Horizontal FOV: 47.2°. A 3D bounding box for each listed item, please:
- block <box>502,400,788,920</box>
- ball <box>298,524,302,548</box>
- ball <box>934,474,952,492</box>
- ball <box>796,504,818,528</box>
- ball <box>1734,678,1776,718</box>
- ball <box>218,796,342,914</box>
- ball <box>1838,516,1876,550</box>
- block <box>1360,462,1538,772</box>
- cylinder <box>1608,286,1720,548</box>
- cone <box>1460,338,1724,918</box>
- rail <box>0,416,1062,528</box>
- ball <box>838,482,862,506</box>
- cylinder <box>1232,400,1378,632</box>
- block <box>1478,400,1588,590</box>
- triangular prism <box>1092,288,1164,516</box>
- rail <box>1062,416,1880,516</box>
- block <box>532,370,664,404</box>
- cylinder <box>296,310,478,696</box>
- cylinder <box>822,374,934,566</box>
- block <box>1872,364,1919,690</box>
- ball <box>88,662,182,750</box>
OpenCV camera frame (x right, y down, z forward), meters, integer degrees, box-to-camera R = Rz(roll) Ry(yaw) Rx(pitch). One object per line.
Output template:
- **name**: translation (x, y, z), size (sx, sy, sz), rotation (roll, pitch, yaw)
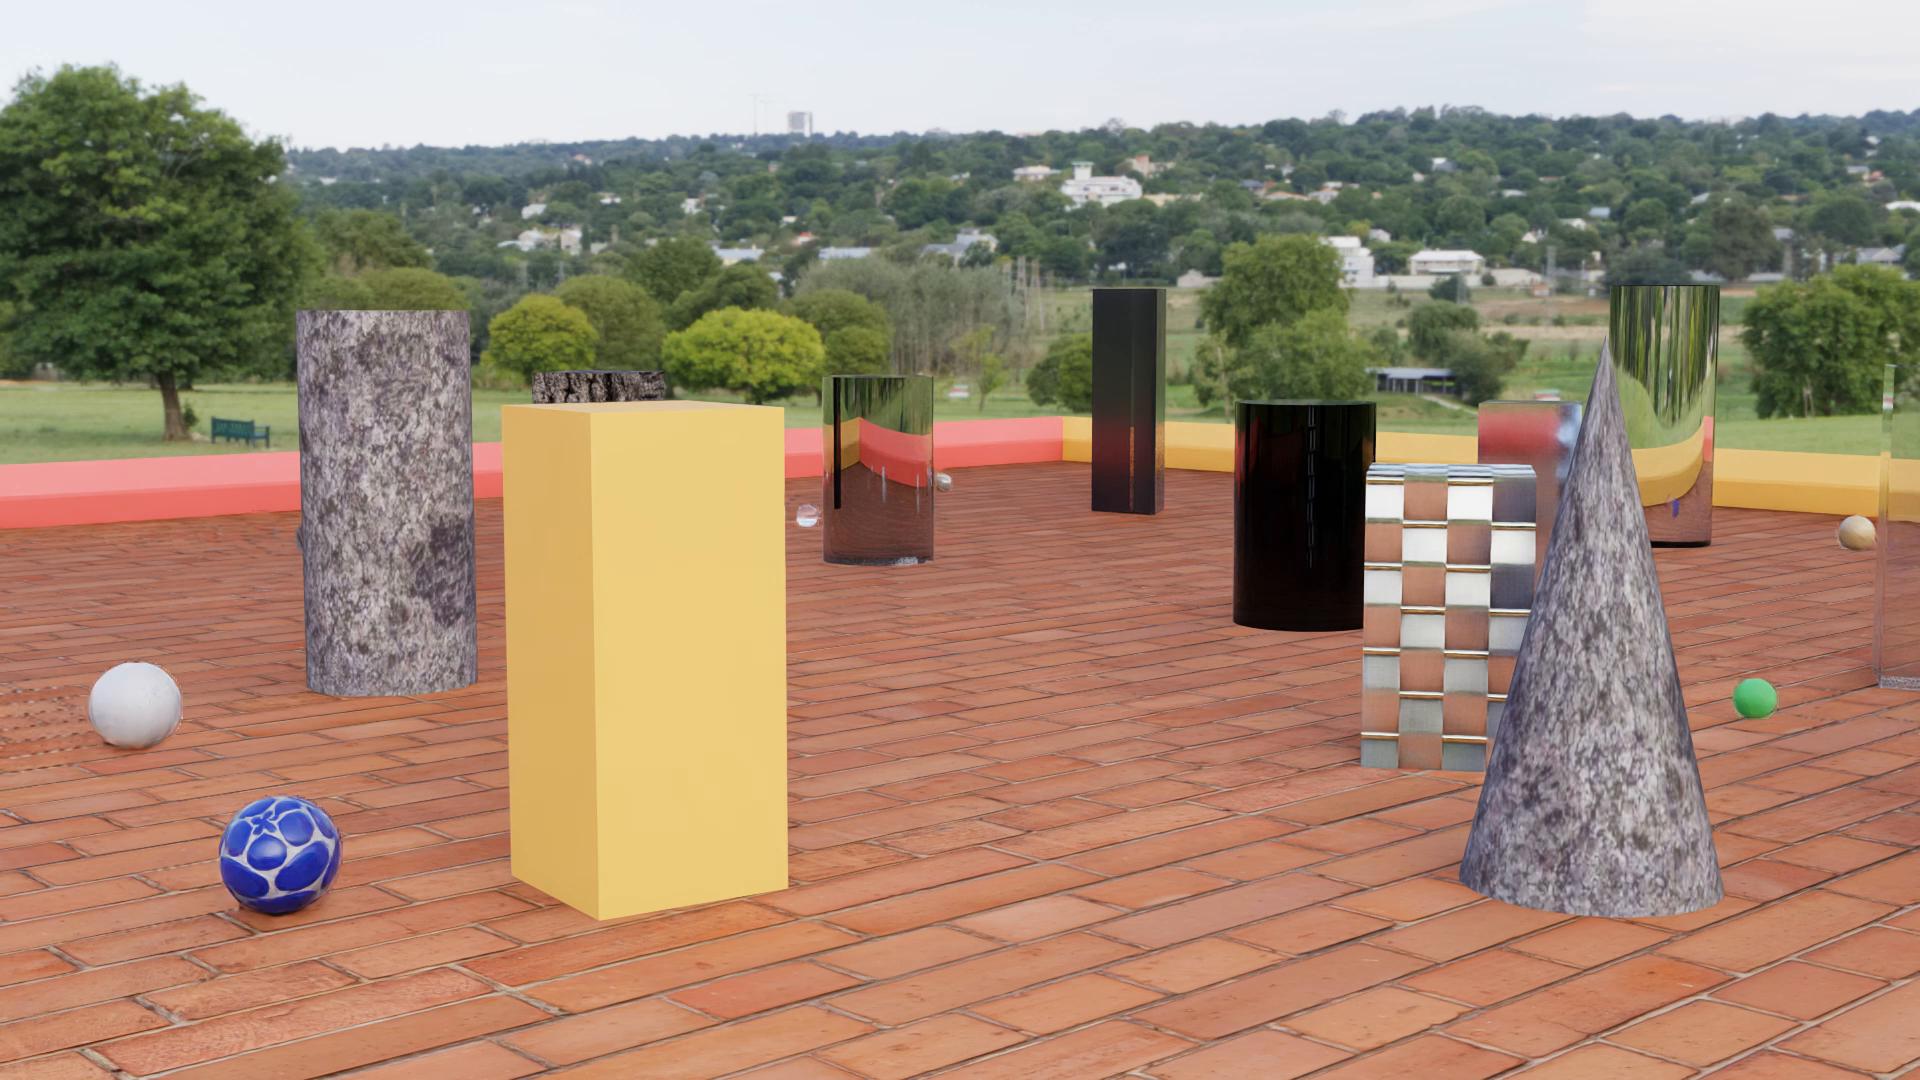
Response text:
- **block**: translation (-0.244, 0.083, 1.703), size (0.160, 0.372, 0.160), rotation (-4, 7, -34)
- **ball**: translation (-1.151, -0.007, 3.961), size (0.082, 0.082, 0.082), rotation (0, 6, 0)
- **ball**: translation (-0.043, -0.141, 5.432), size (0.045, 0.045, 0.045), rotation (0, 6, 0)
- **ball**: translation (-0.316, -0.049, 4.542), size (0.047, 0.047, 0.047), rotation (0, 6, 0)
- **ball**: translation (0.871, 0.173, 2.410), size (0.045, 0.045, 0.045), rotation (0, 6, 0)
- **ball**: translation (-0.504, 0.233, 1.630), size (0.087, 0.087, 0.087), rotation (0, 6, 0)
- **ball**: translation (1.672, -0.013, 4.101), size (0.066, 0.066, 0.066), rotation (0, 6, 0)
- **block**: translation (0.488, 0.073, 2.200), size (0.160, 0.288, 0.160), rotation (1, 6, 12)
- **cylinder**: translation (1.344, -0.240, 4.217), size (0.200, 0.493, 0.200), rotation (0, 6, 0)
- **cone**: translation (0.492, 0.055, 1.698), size (0.200, 0.427, 0.200), rotation (0, 6, 0)
- **rail**: translation (-1.473, -0.131, 4.919), size (4.887, 0.130, 0.045), rotation (-5, 8, -42)
- **ball**: translation (-0.255, -0.107, 5.062), size (0.054, 0.054, 0.054), rotation (0, 6, 0)
- **cylinder**: translation (0.492, -0.039, 3.145), size (0.200, 0.316, 0.200), rotation (0, 6, 0)
- **block**: translation (0.934, -0.077, 3.593), size (0.160, 0.297, 0.160), rotation (2, 6, 19)
- **triangular prism**: translation (0.409, -0.311, 4.901), size (0.173, 0.494, 0.150), rotation (5, 8, 42)
- **rail**: translation (1.779, -0.136, 4.964), size (0.045, 0.130, 4.391), rotation (-5, 8, -42)
- **block**: translation (-0.585, -0.100, 3.578), size (0.160, 0.347, 0.160), rotation (2, 6, 15)
- **cylinder**: translation (-0.683, -0.050, 2.626), size (0.200, 0.445, 0.200), rotation (0, 6, 0)
- **cylinder**: translation (-0.146, -0.128, 3.936), size (0.200, 0.329, 0.200), rotation (0, 6, 0)
- **block**: translation (1.191, -0.018, 2.633), size (0.160, 0.379, 0.160), rotation (2, 6, 19)
- **ball**: translation (-0.840, 0.169, 2.239), size (0.089, 0.089, 0.089), rotation (0, 6, 0)
